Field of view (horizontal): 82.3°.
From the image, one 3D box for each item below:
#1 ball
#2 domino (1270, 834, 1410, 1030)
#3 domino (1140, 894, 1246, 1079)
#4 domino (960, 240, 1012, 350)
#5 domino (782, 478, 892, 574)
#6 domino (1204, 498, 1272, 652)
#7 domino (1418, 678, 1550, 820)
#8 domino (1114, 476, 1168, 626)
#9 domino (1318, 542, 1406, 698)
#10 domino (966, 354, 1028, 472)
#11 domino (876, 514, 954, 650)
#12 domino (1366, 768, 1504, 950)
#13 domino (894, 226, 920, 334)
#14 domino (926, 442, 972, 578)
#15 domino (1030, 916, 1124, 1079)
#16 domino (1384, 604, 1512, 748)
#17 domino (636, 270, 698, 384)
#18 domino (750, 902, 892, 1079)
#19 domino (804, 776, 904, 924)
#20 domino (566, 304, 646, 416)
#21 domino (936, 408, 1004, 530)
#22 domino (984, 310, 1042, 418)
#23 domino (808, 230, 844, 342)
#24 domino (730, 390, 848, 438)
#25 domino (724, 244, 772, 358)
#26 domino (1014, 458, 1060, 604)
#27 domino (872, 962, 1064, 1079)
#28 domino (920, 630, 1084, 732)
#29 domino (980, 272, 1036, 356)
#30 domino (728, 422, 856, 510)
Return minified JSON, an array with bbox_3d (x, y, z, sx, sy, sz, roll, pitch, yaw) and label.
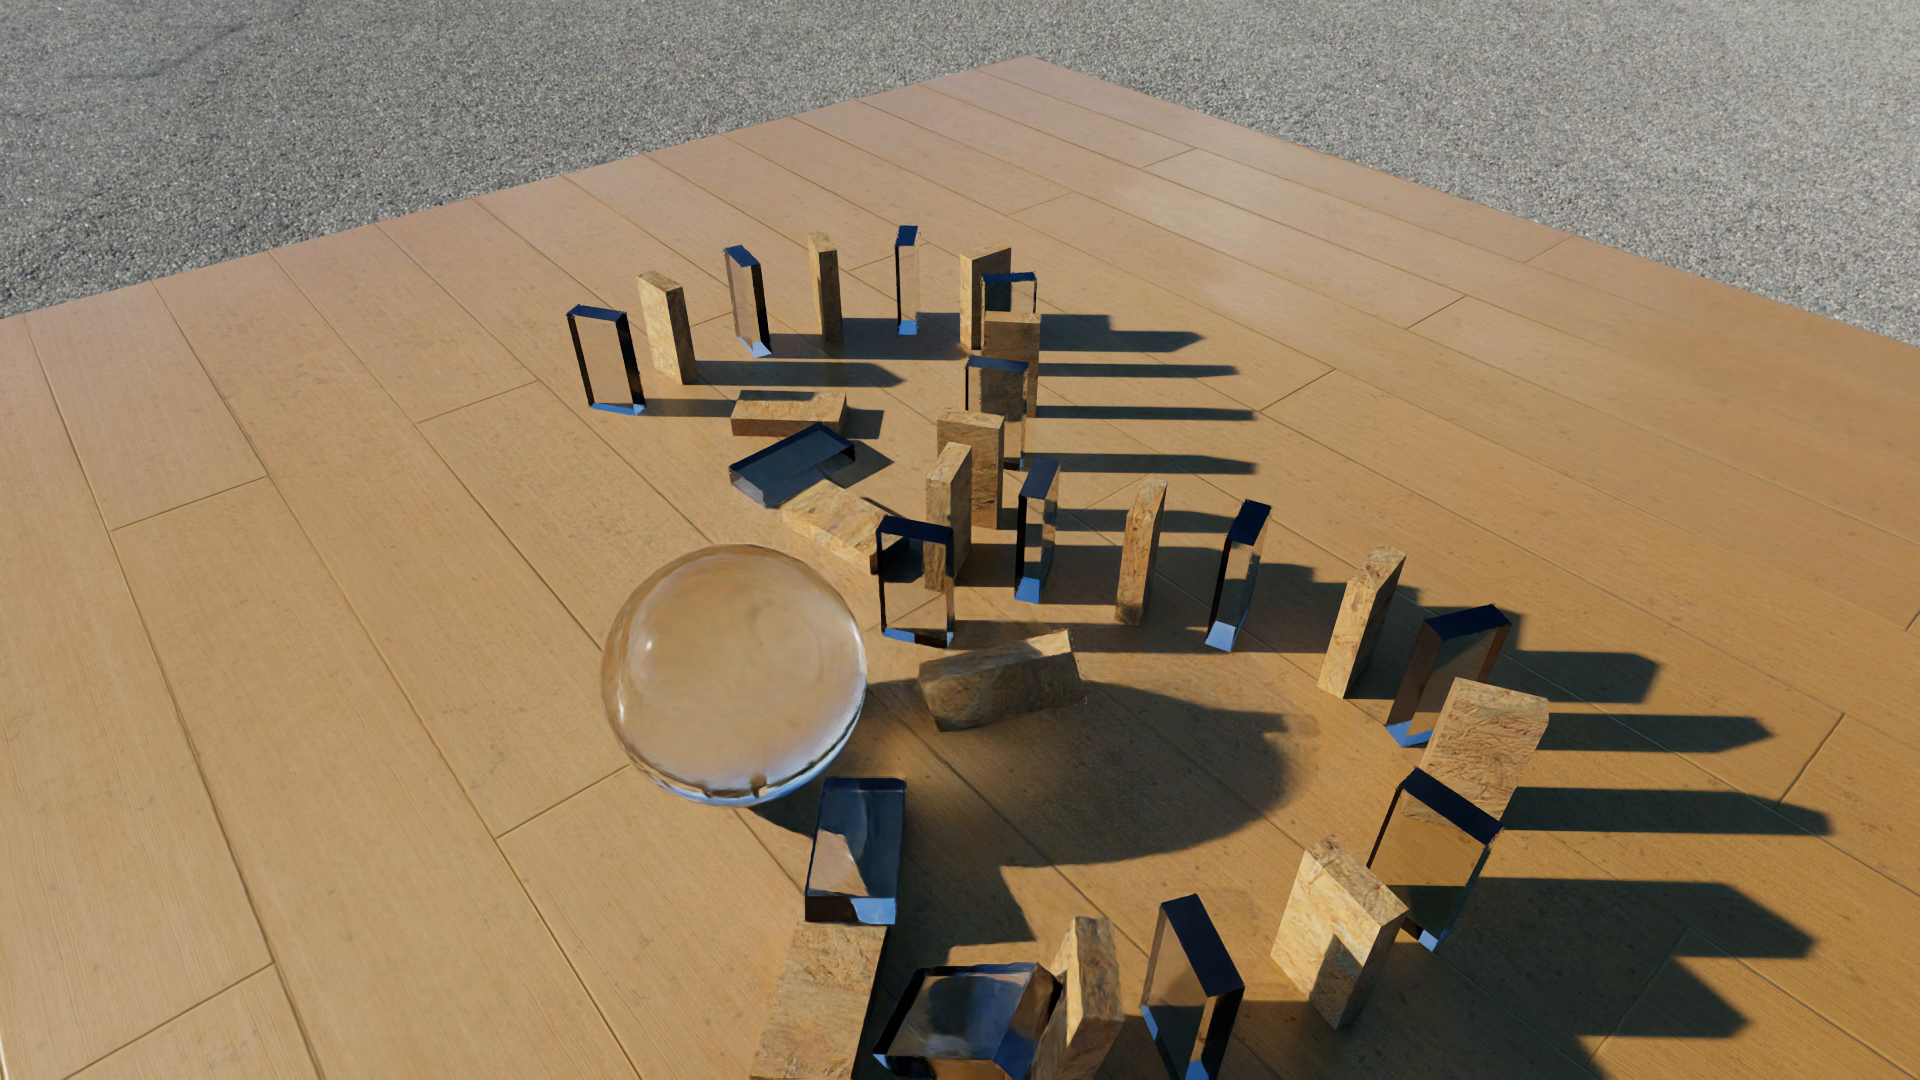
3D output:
[{"bbox_3d":[-0.069,0.041,0.338,0.080,0.080,0.080,0,39,0],"label":"ball"},{"bbox_3d":[0.097,0.103,0.286,0.009,0.050,0.025,-20,43,-23],"label":"domino"},{"bbox_3d":[0.057,0.114,0.273,0.010,0.050,0.025,-11,41,-13],"label":"domino"},{"bbox_3d":[0.013,-0.125,0.564,0.025,0.050,0.010,-25,46,-28],"label":"domino"},{"bbox_3d":[-0.046,-0.006,0.451,0.050,0.010,0.025,28,47,30],"label":"domino"},{"bbox_3d":[0.100,0.013,0.395,0.010,0.050,0.025,18,43,21],"label":"domino"},{"bbox_3d":[0.156,0.065,0.332,0.025,0.050,0.009,13,41,15],"label":"domino"},{"bbox_3d":[0.067,0.004,0.406,0.009,0.050,0.025,12,41,15],"label":"domino"},{"bbox_3d":[0.138,0.028,0.377,0.010,0.050,0.025,27,47,29],"label":"domino"},{"bbox_3d":[0.016,-0.055,0.478,0.025,0.050,0.010,9,40,11],"label":"domino"},{"bbox_3d":[-0.016,0.016,0.392,0.025,0.050,0.009,11,41,13],"label":"domino"},{"bbox_3d":[0.128,0.089,0.303,0.010,0.050,0.025,-29,47,-31],"label":"domino"},{"bbox_3d":[-0.027,-0.136,0.578,0.009,0.050,0.025,2,39,3],"label":"domino"},{"bbox_3d":[-0.004,-0.010,0.423,0.009,0.050,0.025,12,41,14],"label":"domino"},{"bbox_3d":[0.027,0.117,0.268,0.010,0.050,0.025,8,39,-6],"label":"domino"},{"bbox_3d":[0.158,0.045,0.357,0.025,0.050,0.009,-11,41,-13],"label":"domino"},{"bbox_3d":[-0.143,-0.104,0.538,0.025,0.050,0.009,32,49,33],"label":"domino"},{"bbox_3d":[-0.036,0.122,0.294,0.025,0.010,0.050,6,40,7],"label":"domino"},{"bbox_3d":[-0.030,0.090,0.324,0.025,0.009,0.050,2,27,-1],"label":"domino"},{"bbox_3d":[-0.165,-0.083,0.513,0.025,0.050,0.010,11,41,13],"label":"domino"},{"bbox_3d":[0.004,-0.028,0.446,0.025,0.050,0.010,10,40,12],"label":"domino"},{"bbox_3d":[0.024,-0.081,0.510,0.025,0.050,0.010,4,39,4],"label":"domino"},{"bbox_3d":[-0.070,-0.132,0.573,0.010,0.050,0.025,-12,41,-14],"label":"domino"},{"bbox_3d":[-0.080,-0.059,0.516,0.050,0.010,0.025,2,39,2],"label":"domino"},{"bbox_3d":[-0.108,-0.121,0.559,0.010,0.050,0.025,-20,44,-23],"label":"domino"},{"bbox_3d":[0.029,-0.003,0.415,0.010,0.050,0.025,11,41,13],"label":"domino"},{"bbox_3d":[0.001,0.119,0.271,0.010,0.050,0.025,47,49,-14],"label":"domino"},{"bbox_3d":[0.014,0.047,0.364,0.050,0.025,0.010,-13,39,7],"label":"domino"},{"bbox_3d":[0.024,-0.106,0.541,0.025,0.050,0.009,-5,40,-6],"label":"domino"},{"bbox_3d":[-0.074,-0.033,0.484,0.050,0.010,0.025,-32,49,-33],"label":"domino"}]
